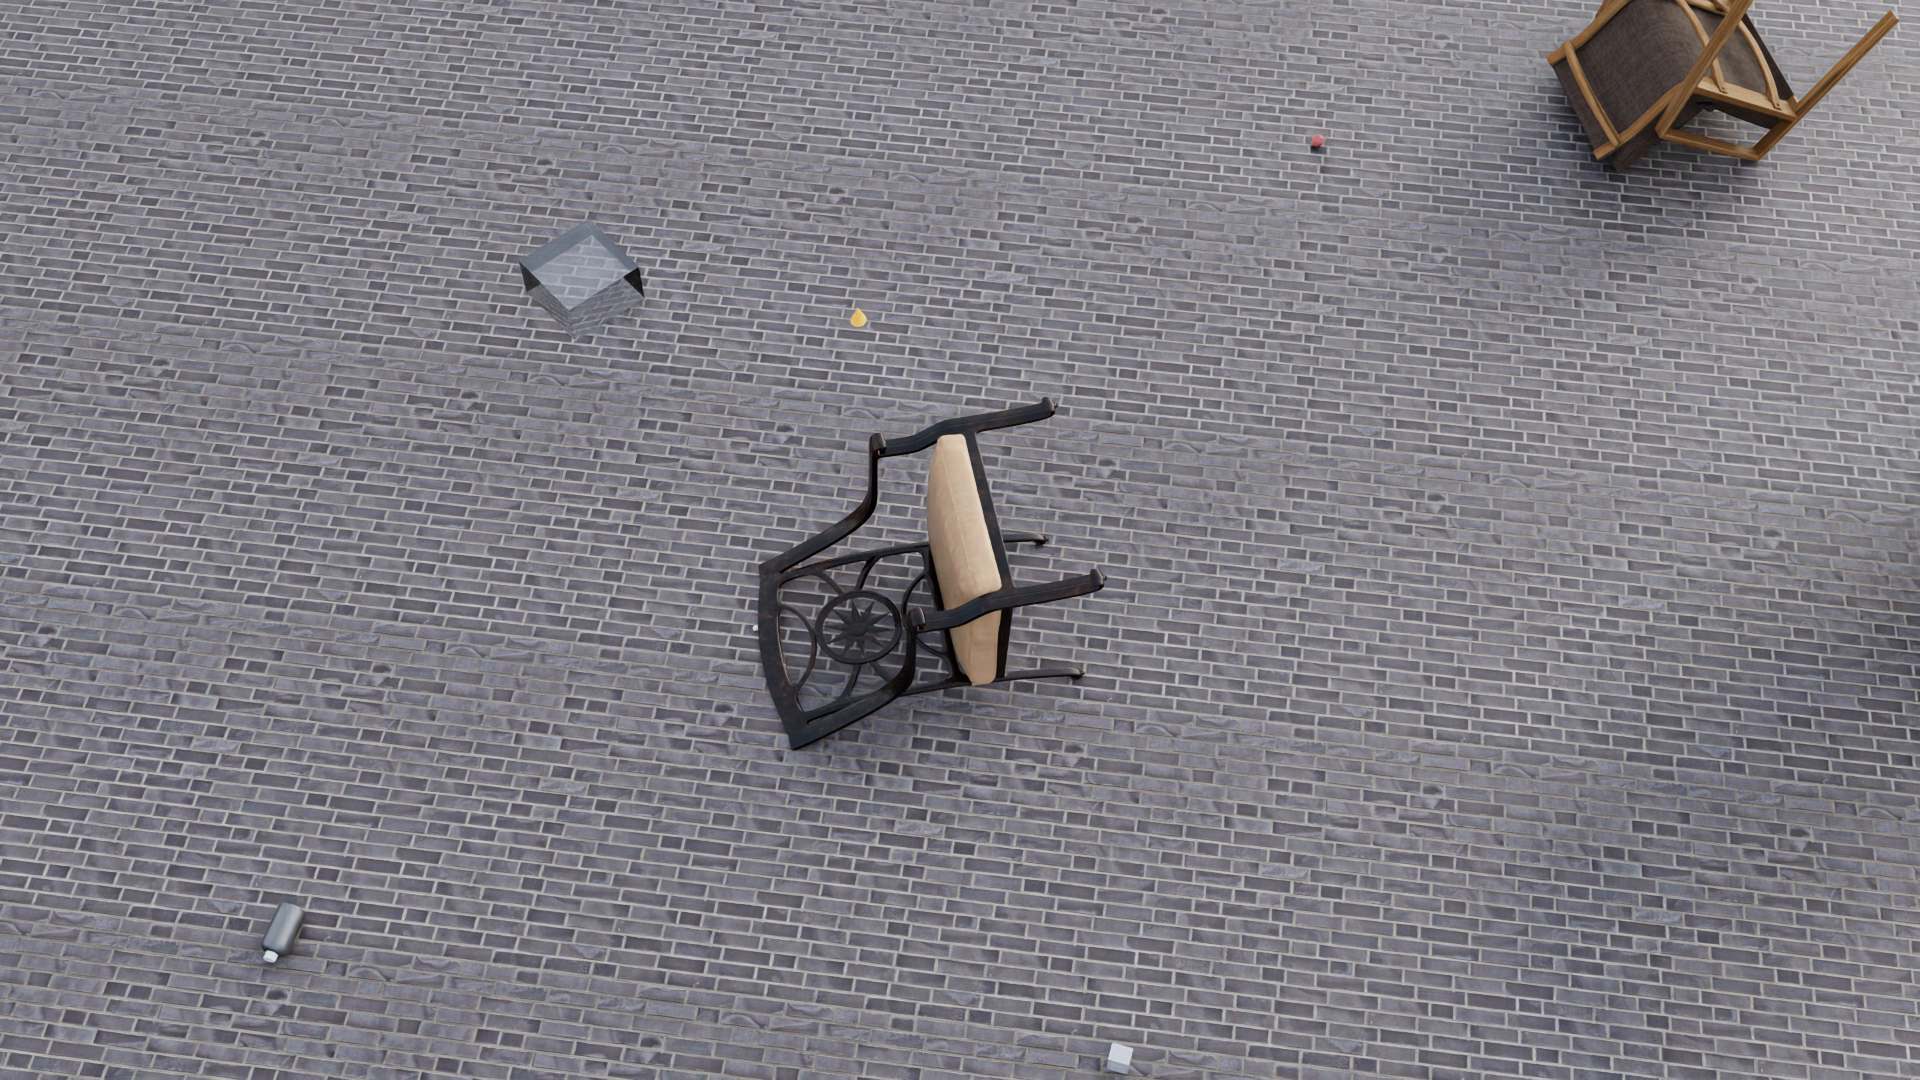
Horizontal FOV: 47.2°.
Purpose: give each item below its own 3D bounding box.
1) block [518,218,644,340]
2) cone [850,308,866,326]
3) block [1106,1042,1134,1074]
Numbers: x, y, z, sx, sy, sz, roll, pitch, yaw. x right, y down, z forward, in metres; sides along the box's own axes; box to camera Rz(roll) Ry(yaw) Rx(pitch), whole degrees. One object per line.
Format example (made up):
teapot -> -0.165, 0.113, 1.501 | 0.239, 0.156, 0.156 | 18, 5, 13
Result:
block -> -1.209, -0.834, 7.040 | 0.272, 0.154, 0.271 | -36, 63, -22
cone -> -0.326, -0.722, 7.021 | 0.051, 0.062, 0.057 | 18, 58, 12
block -> 0.410, 1.330, 5.641 | 0.054, 0.066, 0.047 | 14, 57, 9
